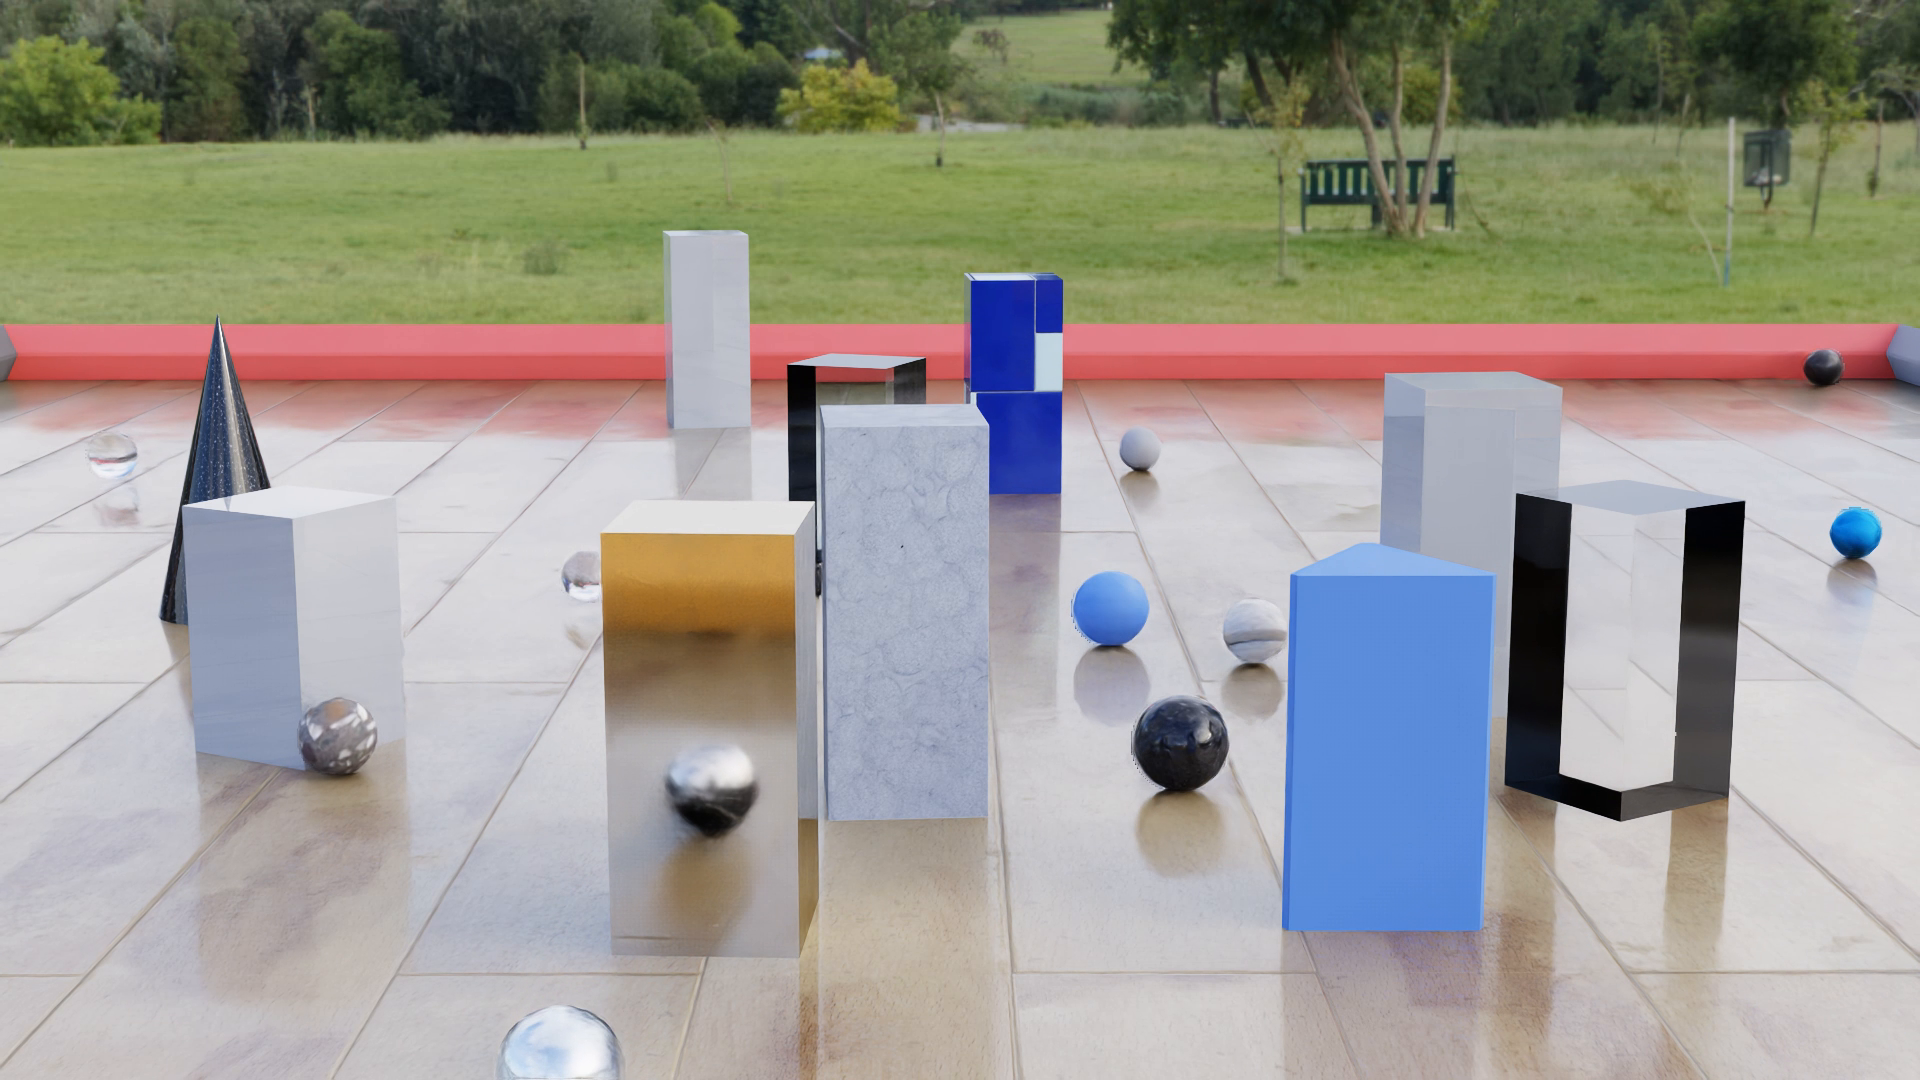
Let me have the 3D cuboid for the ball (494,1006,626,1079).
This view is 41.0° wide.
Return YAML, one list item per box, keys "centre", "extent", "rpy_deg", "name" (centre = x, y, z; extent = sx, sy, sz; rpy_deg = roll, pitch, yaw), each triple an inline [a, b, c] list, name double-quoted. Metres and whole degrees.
- centre: [-0.275, 0.365, 1.762]
  extent: [0.090, 0.090, 0.090]
  rpy_deg: [0, 11, 0]
  name: "ball"

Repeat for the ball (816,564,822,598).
- centre: [-0.210, 0.056, 3.534]
  extent: [0.053, 0.053, 0.053]
  rpy_deg: [0, 11, 0]
  name: "ball"

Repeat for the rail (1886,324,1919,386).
- centre: [2.193, 0.030, 3.461]
  extent: [0.045, 0.127, 5.197]
  rpy_deg: [0, 11, 0]
  name: "rail"

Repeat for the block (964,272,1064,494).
- centre: [0.091, -0.273, 4.449]
  extent: [0.157, 0.366, 0.157]
  rpy_deg: [-1, 11, -4]
  name: "block"

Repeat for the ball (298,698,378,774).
- centre: [-0.645, 0.204, 2.663]
  extent: [0.080, 0.080, 0.080]
  rpy_deg: [0, 11, 0]
  name: "ball"

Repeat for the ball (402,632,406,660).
- centre: [-0.705, 0.127, 3.067]
  extent: [0.084, 0.084, 0.084]
  rpy_deg: [0, 11, 0]
  name: "ball"

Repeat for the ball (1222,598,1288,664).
- centre: [0.363, 0.111, 3.159]
  extent: [0.080, 0.080, 0.080]
  rpy_deg: [0, 11, 0]
  name: "ball"

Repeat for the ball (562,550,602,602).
- centre: [-0.511, 0.050, 3.516]
  extent: [0.071, 0.071, 0.071]
  rpy_deg: [0, 11, 0]
  name: "ball"

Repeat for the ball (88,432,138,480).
- centre: [-1.503, -0.149, 4.552]
  extent: [0.084, 0.084, 0.084]
  rpy_deg: [0, 11, 0]
  name: "ball"

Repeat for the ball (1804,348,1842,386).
- centre: [1.977, -0.396, 5.879]
  extent: [0.086, 0.086, 0.086]
  rpy_deg: [0, 11, 0]
  name: "ball"

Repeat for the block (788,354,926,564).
- centre: [-0.152, -0.121, 3.830]
  extent: [0.157, 0.293, 0.157]
  rpy_deg: [4, 11, 21]
  name: "block"

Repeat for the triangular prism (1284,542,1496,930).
- centre: [0.361, 0.167, 2.233]
  extent: [0.169, 0.308, 0.147]
  rpy_deg: [0, 11, 0]
  name: "triangular prism"

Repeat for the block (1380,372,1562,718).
- centre: [0.580, 0.003, 2.939]
  extent: [0.157, 0.374, 0.157]
  rpy_deg: [-1, 11, -7]
  name: "block"

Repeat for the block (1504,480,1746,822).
- centre: [0.666, 0.106, 2.577]
  extent: [0.157, 0.303, 0.157]
  rpy_deg: [-7, 12, -33]
  name: "block"

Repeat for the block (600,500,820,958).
- centre: [-0.207, 0.155, 2.166]
  extent: [0.157, 0.356, 0.157]
  rpy_deg: [1, 11, 3]
  name: "block"

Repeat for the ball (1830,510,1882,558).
- centre: [1.337, -0.009, 3.830]
  extent: [0.072, 0.072, 0.072]
  rpy_deg: [0, 11, 0]
  name: "ball"

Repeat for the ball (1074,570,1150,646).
- centre: [0.192, 0.086, 3.252]
  extent: [0.096, 0.096, 0.096]
  rpy_deg: [0, 11, 0]
  name: "ball"

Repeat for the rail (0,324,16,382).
- centre: [-2.193, 0.035, 3.437]
  extent: [0.045, 0.127, 5.197]
  rpy_deg: [0, 11, 0]
  name: "rail"

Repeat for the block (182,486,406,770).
- centre: [-0.715, 0.090, 2.761]
  extent: [0.157, 0.267, 0.157]
  rpy_deg: [6, 12, 29]
  name: "block"

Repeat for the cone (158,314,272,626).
- centre: [-0.981, -0.103, 3.428]
  extent: [0.196, 0.403, 0.196]
  rpy_deg: [0, 11, 0]
  name: "cone"

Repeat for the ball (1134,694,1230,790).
- centre: [0.225, 0.205, 2.603]
  extent: [0.098, 0.098, 0.098]
  rpy_deg: [0, 11, 0]
  name: "ball"

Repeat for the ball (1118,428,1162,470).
- centre: [0.327, -0.166, 4.660]
  extent: [0.078, 0.078, 0.078]
  rpy_deg: [0, 11, 0]
  name: "ball"

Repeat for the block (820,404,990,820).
- centre: [-0.057, 0.068, 2.550]
  extent: [0.157, 0.388, 0.157]
  rpy_deg: [-1, 11, -5]
  name: "block"

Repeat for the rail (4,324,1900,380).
- centre: [-0.015, -0.437, 5.981]
  extent: [4.433, 0.127, 0.045]
  rpy_deg: [0, 11, 0]
  name: "rail"

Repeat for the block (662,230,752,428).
- centre: [-0.518, -0.433, 5.248]
  extent: [0.157, 0.389, 0.157]
  rpy_deg: [-2, 11, -12]
  name: "block"
